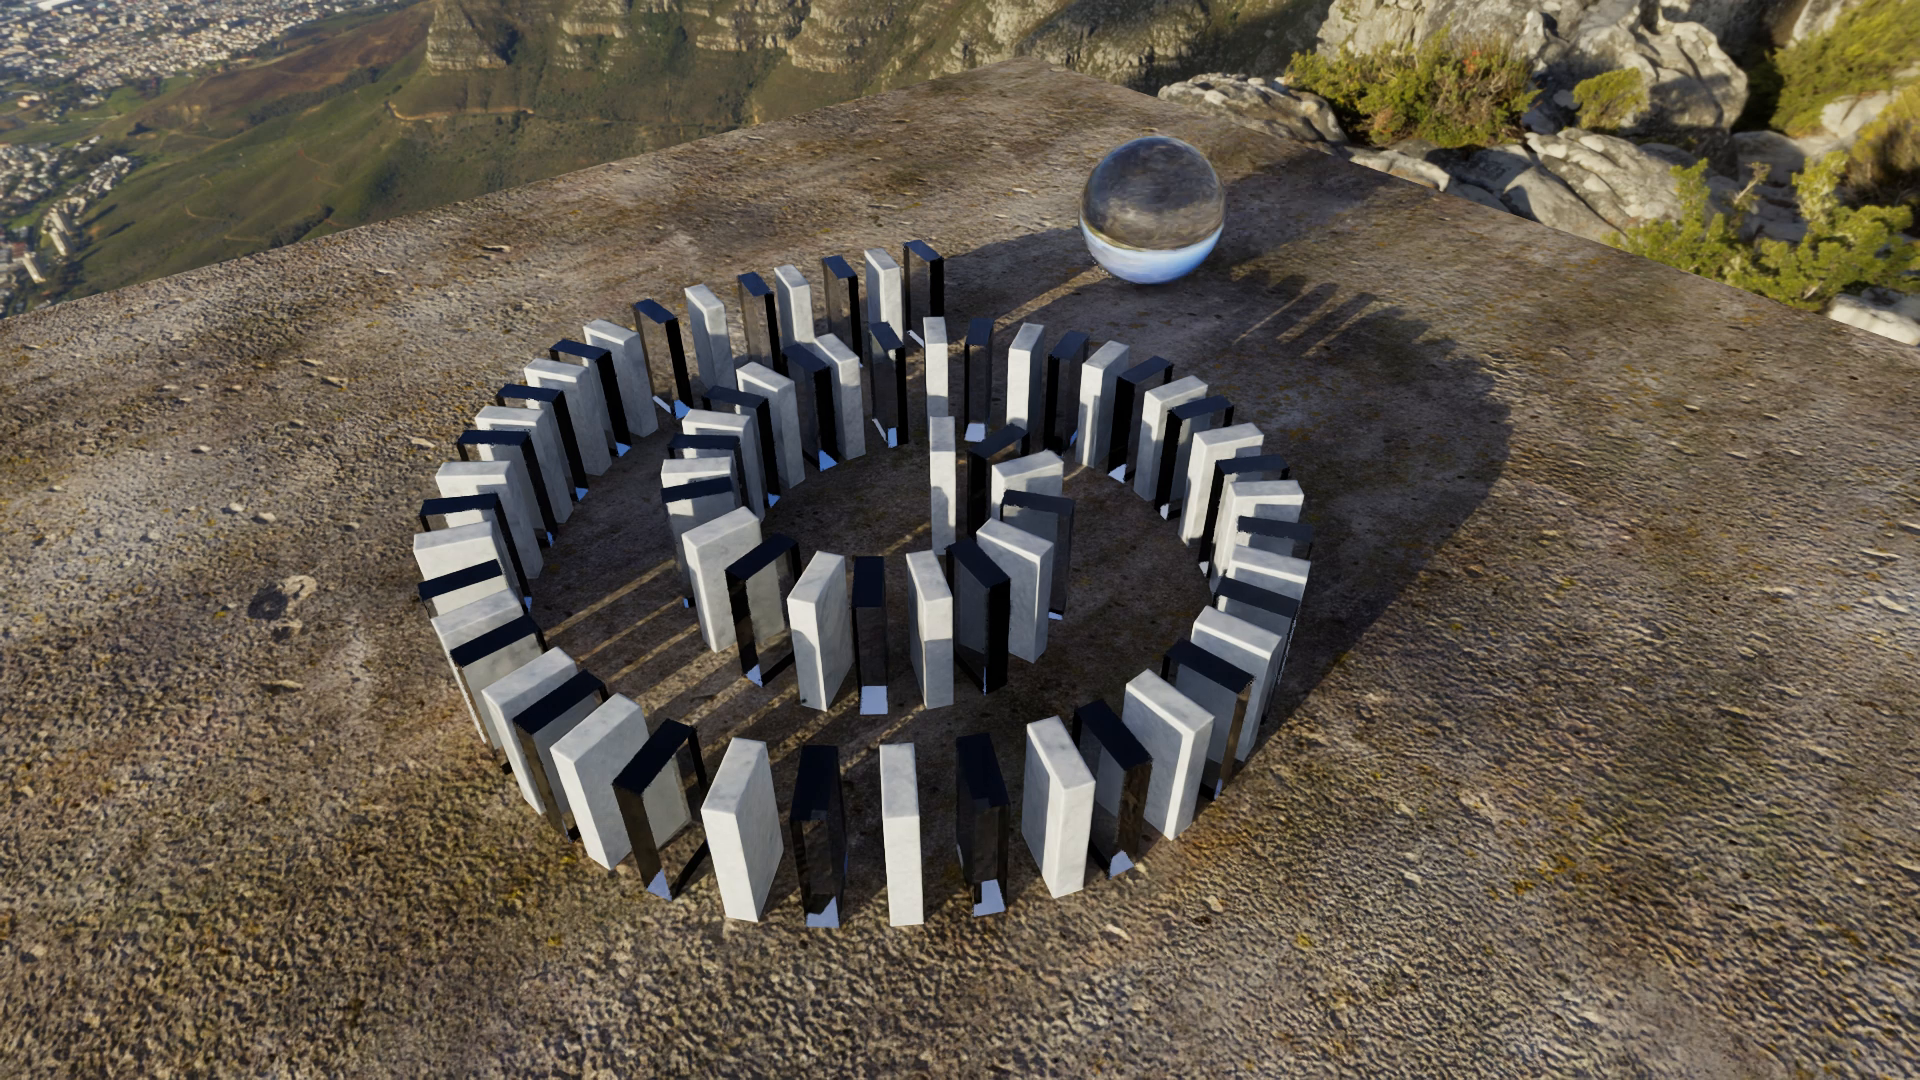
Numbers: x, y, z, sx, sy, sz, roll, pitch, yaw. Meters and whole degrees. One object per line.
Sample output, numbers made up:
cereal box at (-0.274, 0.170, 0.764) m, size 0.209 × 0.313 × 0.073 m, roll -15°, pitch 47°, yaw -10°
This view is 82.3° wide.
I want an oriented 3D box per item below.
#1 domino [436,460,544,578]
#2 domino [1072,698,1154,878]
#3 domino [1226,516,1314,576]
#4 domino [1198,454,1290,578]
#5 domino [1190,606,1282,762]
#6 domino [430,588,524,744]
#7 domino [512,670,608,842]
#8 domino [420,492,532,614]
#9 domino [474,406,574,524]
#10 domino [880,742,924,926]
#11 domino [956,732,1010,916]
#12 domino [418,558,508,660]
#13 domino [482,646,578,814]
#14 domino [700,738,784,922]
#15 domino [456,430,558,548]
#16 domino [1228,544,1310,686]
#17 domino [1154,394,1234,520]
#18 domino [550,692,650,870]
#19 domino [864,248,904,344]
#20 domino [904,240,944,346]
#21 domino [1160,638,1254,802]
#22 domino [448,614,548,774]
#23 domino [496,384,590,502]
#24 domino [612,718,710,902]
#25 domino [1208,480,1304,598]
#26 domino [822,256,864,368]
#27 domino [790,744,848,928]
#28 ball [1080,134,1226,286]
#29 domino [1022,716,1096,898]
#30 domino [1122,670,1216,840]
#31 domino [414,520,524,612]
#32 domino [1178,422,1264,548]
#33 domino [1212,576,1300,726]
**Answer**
domino at (-0.179, -0.007, 0.420) m, size 0.025 × 0.050 × 0.009 m, roll -1°, pitch 39°, yaw -2°
domino at (0.043, 0.073, 0.322) m, size 0.010 × 0.050 × 0.025 m, roll -19°, pitch 43°, yaw -21°
domino at (0.108, 0.015, 0.393) m, size 0.025 × 0.050 × 0.009 m, roll 8°, pitch 40°, yaw 10°
domino at (0.108, -0.009, 0.422) m, size 0.025 × 0.050 × 0.009 m, roll -6°, pitch 40°, yaw -8°
domino at (0.086, 0.047, 0.354) m, size 0.025 × 0.050 × 0.010 m, roll 23°, pitch 45°, yaw 26°
domino at (-0.152, 0.042, 0.361) m, size 0.025 × 0.050 × 0.009 m, roll -25°, pitch 46°, yaw -27°
domino at (-0.115, 0.066, 0.331) m, size 0.009 × 0.050 × 0.025 m, roll 27°, pitch 46°, yaw 29°
domino at (-0.177, 0.007, 0.403) m, size 0.025 × 0.050 × 0.009 m, roll -6°, pitch 40°, yaw -7°
domino at (-0.177, -0.030, 0.448) m, size 0.025 × 0.050 × 0.010 m, roll 5°, pitch 40°, yaw 6°
domino at (-0.016, 0.083, 0.310) m, size 0.010 × 0.050 × 0.025 m, roll -3°, pitch 39°, yaw -4°
domino at (0.006, 0.081, 0.312) m, size 0.009 × 0.050 × 0.025 m, roll -8°, pitch 40°, yaw -9°
domino at (-0.162, 0.032, 0.372) m, size 0.025 × 0.050 × 0.009 m, roll -20°, pitch 43°, yaw -23°
domino at (-0.127, 0.059, 0.339) m, size 0.009 × 0.050 × 0.025 m, roll 30°, pitch 48°, yaw 32°
domino at (-0.061, 0.082, 0.311) m, size 0.010 × 0.050 × 0.025 m, roll 7°, pitch 40°, yaw 8°
domino at (-0.179, -0.020, 0.436) m, size 0.025 × 0.050 × 0.009 m, roll 2°, pitch 39°, yaw 3°
domino at (0.103, 0.026, 0.379) m, size 0.025 × 0.050 × 0.010 m, roll 14°, pitch 41°, yaw 16°
domino at (0.096, -0.033, 0.452) m, size 0.025 × 0.050 × 0.010 m, roll -16°, pitch 42°, yaw -19°
domino at (-0.102, 0.072, 0.324) m, size 0.009 × 0.050 × 0.025 m, roll 22°, pitch 44°, yaw 25°
domino at (-0.038, -0.119, 0.557) m, size 0.010 × 0.050 × 0.025 m, roll -16°, pitch 42°, yaw -18°
domino at (-0.018, -0.125, 0.564) m, size 0.010 × 0.050 × 0.025 m, roll -20°, pitch 43°, yaw -23°
domino at (0.074, 0.056, 0.343) m, size 0.025 × 0.050 × 0.009 m, roll 28°, pitch 47°, yaw 30°
domino at (-0.141, 0.050, 0.351) m, size 0.025 × 0.050 × 0.010 m, roll -29°, pitch 48°, yaw -31°
domino at (-0.174, -0.040, 0.461) m, size 0.025 × 0.050 × 0.009 m, roll 8°, pitch 40°, yaw 9°
domino at (-0.084, 0.078, 0.316) m, size 0.009 × 0.050 × 0.025 m, roll 16°, pitch 42°, yaw 18°
domino at (0.110, 0.001, 0.410) m, size 0.025 × 0.050 × 0.009 m, roll -2°, pitch 39°, yaw -2°
domino at (-0.059, -0.113, 0.550) m, size 0.009 × 0.050 × 0.025 m, roll -16°, pitch 42°, yaw -18°
domino at (-0.039, 0.084, 0.309) m, size 0.009 × 0.050 × 0.025 m, roll 1°, pitch 39°, yaw 2°
ball at (0.107, -0.182, 0.610) m, size 0.080 × 0.080 × 0.080 m, roll 0°, pitch 39°, yaw 0°
domino at (0.028, 0.077, 0.317) m, size 0.009 × 0.050 × 0.025 m, roll -13°, pitch 41°, yaw -15°
domino at (0.060, 0.065, 0.332) m, size 0.009 × 0.050 × 0.025 m, roll -29°, pitch 47°, yaw -31°
domino at (-0.172, 0.018, 0.390) m, size 0.025 × 0.050 × 0.009 m, roll -12°, pitch 41°, yaw -14°
domino at (0.103, -0.021, 0.438) m, size 0.025 × 0.050 × 0.009 m, roll -11°, pitch 41°, yaw -14°
domino at (0.095, 0.037, 0.366) m, size 0.025 × 0.050 × 0.009 m, roll 19°, pitch 43°, yaw 22°
